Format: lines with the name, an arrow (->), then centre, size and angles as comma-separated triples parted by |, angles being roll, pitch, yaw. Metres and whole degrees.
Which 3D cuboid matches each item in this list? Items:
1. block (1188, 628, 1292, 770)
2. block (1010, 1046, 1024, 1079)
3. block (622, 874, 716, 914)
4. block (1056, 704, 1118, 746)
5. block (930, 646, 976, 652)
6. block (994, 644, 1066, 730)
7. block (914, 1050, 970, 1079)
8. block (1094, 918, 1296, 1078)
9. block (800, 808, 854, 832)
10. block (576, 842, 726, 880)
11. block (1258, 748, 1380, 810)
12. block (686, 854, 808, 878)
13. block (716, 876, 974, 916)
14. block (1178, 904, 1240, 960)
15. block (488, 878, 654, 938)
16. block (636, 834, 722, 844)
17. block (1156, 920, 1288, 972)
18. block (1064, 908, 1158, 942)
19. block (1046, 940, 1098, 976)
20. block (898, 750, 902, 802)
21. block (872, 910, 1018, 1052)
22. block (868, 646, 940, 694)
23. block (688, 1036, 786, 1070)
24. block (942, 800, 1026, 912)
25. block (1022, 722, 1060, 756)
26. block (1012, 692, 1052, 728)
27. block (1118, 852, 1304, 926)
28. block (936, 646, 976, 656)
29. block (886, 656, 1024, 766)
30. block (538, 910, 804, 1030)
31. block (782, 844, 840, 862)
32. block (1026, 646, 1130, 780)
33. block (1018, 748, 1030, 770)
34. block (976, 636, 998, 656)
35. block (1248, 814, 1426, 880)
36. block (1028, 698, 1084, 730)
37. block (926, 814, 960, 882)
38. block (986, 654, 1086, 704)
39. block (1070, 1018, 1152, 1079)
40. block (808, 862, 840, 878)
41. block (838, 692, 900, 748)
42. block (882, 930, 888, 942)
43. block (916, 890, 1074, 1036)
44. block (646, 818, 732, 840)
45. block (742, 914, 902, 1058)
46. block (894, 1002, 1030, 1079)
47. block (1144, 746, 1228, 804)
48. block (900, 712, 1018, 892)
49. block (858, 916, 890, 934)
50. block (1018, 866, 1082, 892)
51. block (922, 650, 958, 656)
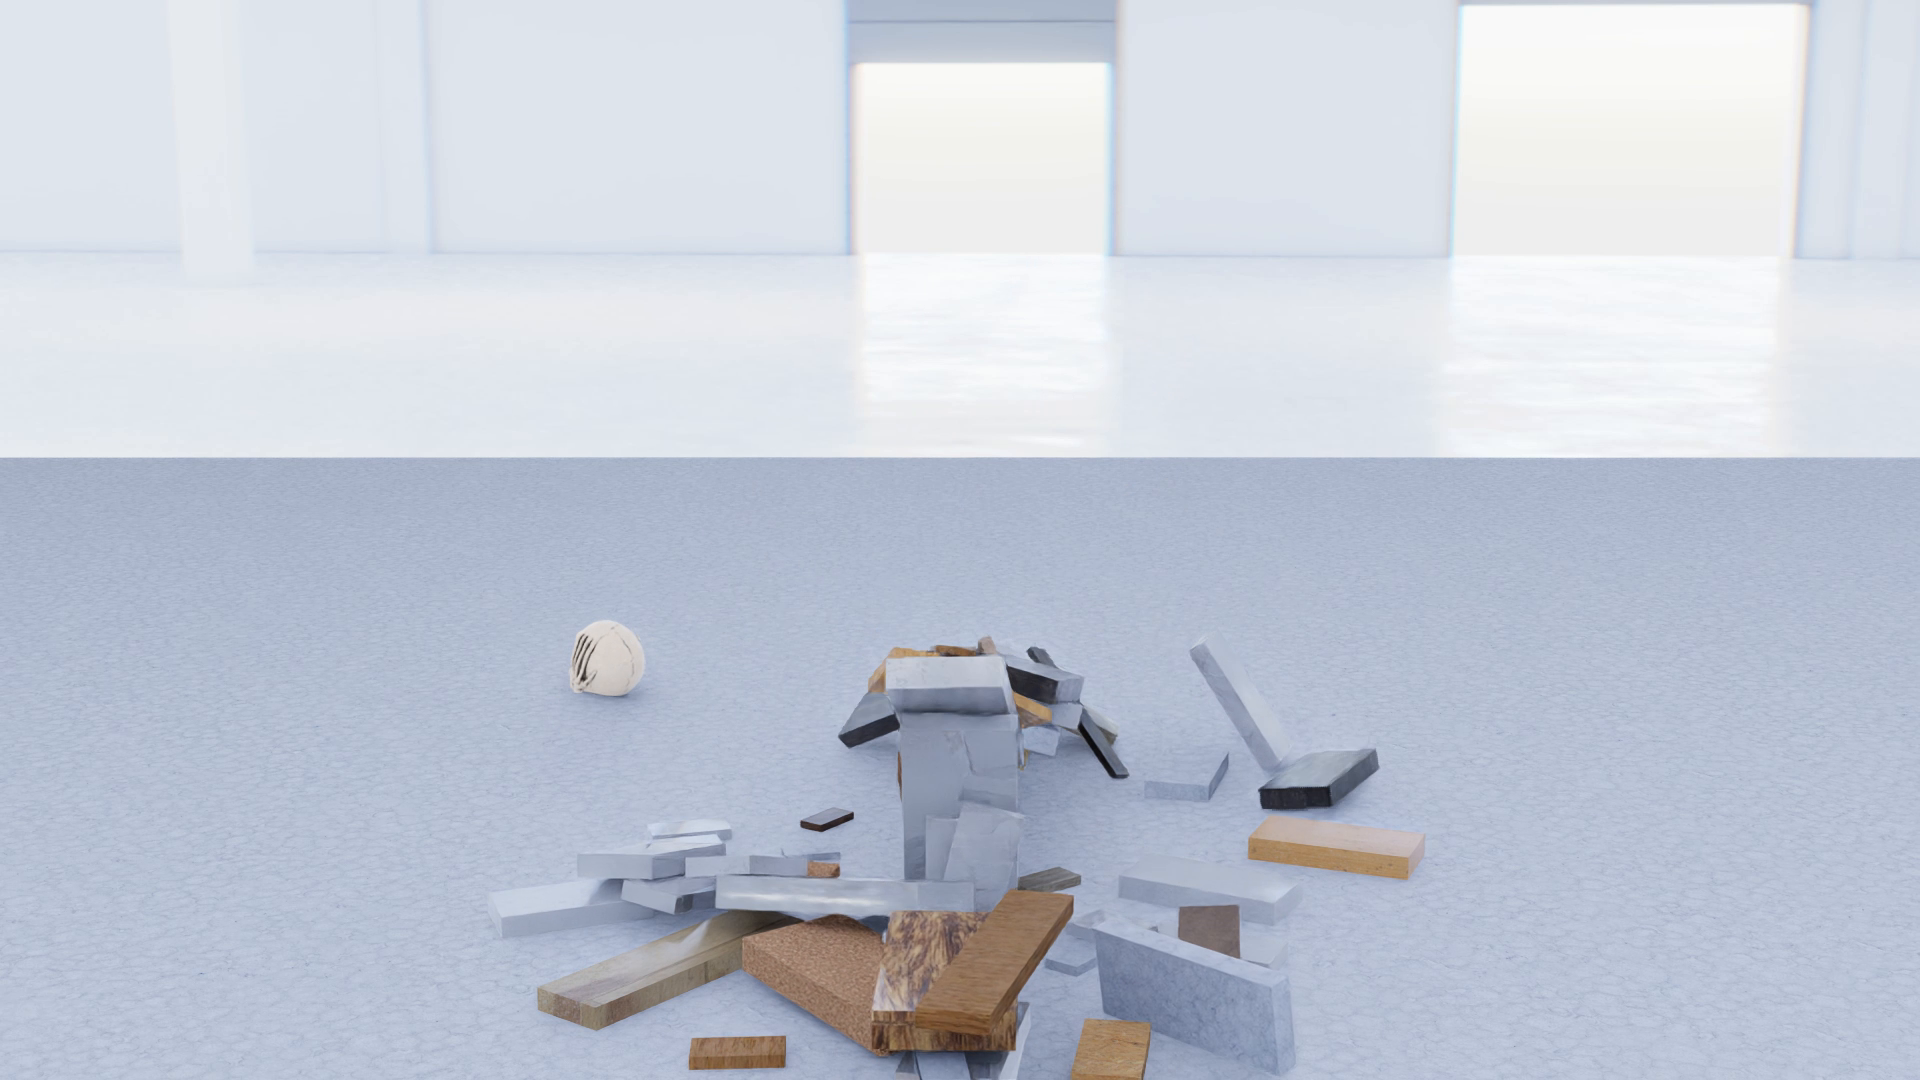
block -> 0.563, 0.319, 4.424 | 0.040, 0.280, 0.140 | -33, -3, 20
block -> 0.013, 0.680, 2.909 | 0.130, 0.037, 0.259 | 1, 10, 7
block -> -0.440, 0.569, 3.559 | 0.105, 0.030, 0.211 | 10, 2, 29
block -> 0.183, 0.340, 4.549 | 0.301, 0.037, 0.130 | 26, 9, 1
block -> -0.010, 0.350, 4.876 | 0.110, 0.031, 0.867 | 0, 11, -1
block -> 0.147, 0.317, 4.769 | 0.037, 0.131, 0.261 | -16, 17, -29
block -> -0.021, 0.651, 2.700 | 0.059, 0.017, 0.117 | -5, 22, -7
block -> 0.323, 0.632, 3.056 | 0.313, 0.136, 0.039 | 10, 25, 44
block -> -0.244, 0.514, 4.041 | 0.049, 0.014, 0.097 | 7, 13, 34
block -> -0.510, 0.533, 3.664 | 0.136, 0.039, 0.273 | -2, -4, 19
block -> 0.689, 0.457, 4.209 | 0.140, 0.040, 0.280 | -7, 6, 30
block -> -0.342, 0.532, 3.567 | 0.105, 0.030, 0.301 | -5, -10, 13
block -> -0.178, 0.547, 3.384 | 0.356, 0.050, 0.178 | -3, -9, 28
block -> 0.375, 0.615, 3.307 | 0.092, 0.026, 0.184 | -3, 26, 9
block -> -0.631, 0.592, 3.563 | 0.245, 0.035, 0.122 | -4, 11, -22
block -> -0.491, 0.544, 3.864 | 0.142, 0.020, 0.071 | -3, 11, -16
block -> 0.387, 0.630, 3.371 | 0.211, 0.030, 0.105 | 5, 12, 24
block -> 0.234, 0.604, 3.413 | 0.073, 0.021, 0.146 | -12, 8, -32
block -> 0.188, 0.638, 3.368 | 0.058, 0.016, 0.116 | 8, 13, 37
block -> -0.002, 0.450, 3.639 | 0.180, 0.051, 0.359 | 1, -34, 3
block -> -0.013, 0.572, 2.880 | 0.178, 0.050, 0.368 | 0, 10, 2
block -> -0.089, 0.209, 3.463 | 0.073, 0.021, 0.146 | 9, -26, -16
block -> -0.304, 0.702, 3.013 | 0.130, 0.018, 0.065 | -1, 11, -3
block -> 0.029, 0.511, 3.416 | 0.099, 0.197, 0.028 | 14, 9, 1
block -> 0.077, 0.337, 4.167 | 0.160, 0.045, 0.420 | 16, 1, -7
block -> 0.076, 0.273, 3.591 | 0.073, 0.021, 0.146 | -18, -31, 35
block -> 0.415, 0.576, 3.638 | 0.273, 0.039, 0.136 | 6, 12, 28
block -> 0.062, 0.281, 5.002 | 0.220, 0.031, 0.110 | 15, -7, -19
block -> -0.004, 0.279, 3.521 | 0.180, 0.051, 0.359 | -1, -25, 7
block -> -0.427, 0.638, 3.315 | 0.122, 0.035, 0.443 | 8, 13, 37
block -> -0.262, 0.549, 3.853 | 0.097, 0.014, 0.049 | -2, 11, -11
block -> 0.233, 0.343, 4.377 | 0.049, 0.014, 0.334 | 9, 39, -50
block -> 0.044, 0.374, 4.130 | 0.148, 0.042, 0.295 | 16, 1, -3
block -> 0.063, 0.289, 4.783 | 0.026, 0.093, 0.185 | -19, -23, -14
block -> 0.659, 0.536, 3.849 | 0.280, 0.040, 0.140 | 4, 11, 23
block -> 0.120, 0.301, 4.239 | 0.160, 0.045, 0.320 | 16, 1, -11
block -> -0.004, 0.530, 3.449 | 0.099, 0.197, 0.028 | 1, 9, 3
block -> 0.128, 0.258, 4.109 | 0.160, 0.045, 0.320 | 16, 1, 12
block -> 0.207, 0.702, 2.992 | 0.092, 0.026, 0.184 | 2, 11, 9
block -> -0.282, 0.566, 3.742 | 0.142, 0.020, 0.071 | 3, 11, 14
block -> -0.131, 0.336, 4.475 | 0.261, 0.037, 0.131 | -25, 23, 46
block -> -0.059, 0.592, 3.289 | 0.058, 0.016, 0.116 | 14, 6, 32
block -> 0.053, 0.539, 2.845 | 0.092, 0.026, 0.456 | 3, 10, 15
block -> -0.488, 0.526, 3.960 | 0.142, 0.020, 0.071 | -3, 11, -17
block -> -0.145, 0.638, 3.184 | 0.178, 0.050, 0.355 | -8, 16, -37
block -> 0.007, 0.656, 2.831 | 0.130, 0.037, 0.259 | 2, 10, 10
block -> 0.444, 0.457, 4.292 | 0.122, 0.035, 0.245 | 3, 11, 16
block -> 0.001, 0.442, 3.482 | 0.180, 0.359, 0.051 | 1, 27, 3
block -> -0.067, 0.613, 3.370 | 0.197, 0.028, 0.099 | 10, 15, 44
block -> 0.141, 0.576, 3.698 | 0.116, 0.016, 0.058 | -8, 13, -38
block -> -0.015, 0.261, 4.720 | 0.093, 0.026, 0.185 | 12, -5, -17
